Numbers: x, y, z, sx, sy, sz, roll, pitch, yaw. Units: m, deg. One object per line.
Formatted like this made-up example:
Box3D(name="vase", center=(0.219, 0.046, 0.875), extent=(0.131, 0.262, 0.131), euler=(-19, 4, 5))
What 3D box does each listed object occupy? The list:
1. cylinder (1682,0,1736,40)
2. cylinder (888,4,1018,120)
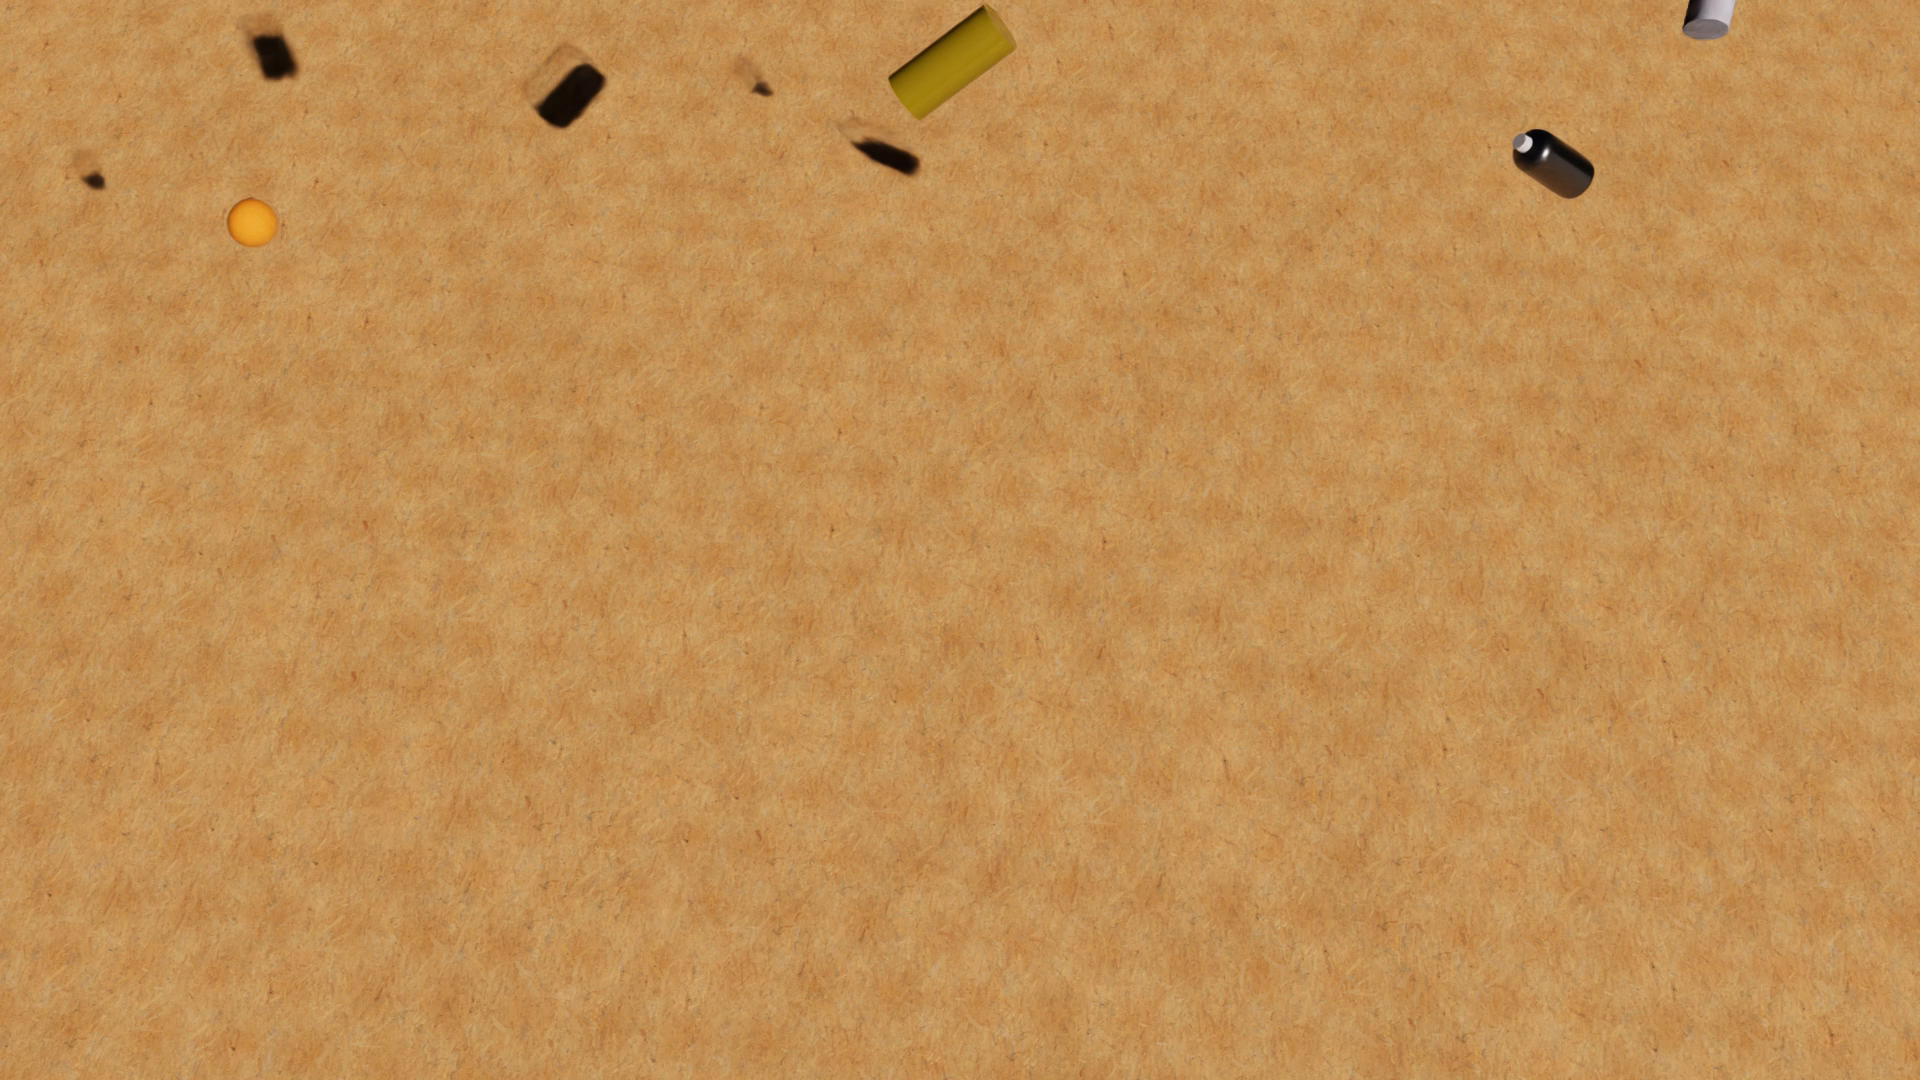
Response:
Box3D(name="cylinder", center=(1.181, -0.828, 3.468), extent=(0.061, 0.080, 0.051), euler=(22, 77, -24))
Box3D(name="cylinder", center=(-0.016, -1.011, 4.653), extent=(0.256, 0.113, 0.116), euler=(-34, 99, 18))
